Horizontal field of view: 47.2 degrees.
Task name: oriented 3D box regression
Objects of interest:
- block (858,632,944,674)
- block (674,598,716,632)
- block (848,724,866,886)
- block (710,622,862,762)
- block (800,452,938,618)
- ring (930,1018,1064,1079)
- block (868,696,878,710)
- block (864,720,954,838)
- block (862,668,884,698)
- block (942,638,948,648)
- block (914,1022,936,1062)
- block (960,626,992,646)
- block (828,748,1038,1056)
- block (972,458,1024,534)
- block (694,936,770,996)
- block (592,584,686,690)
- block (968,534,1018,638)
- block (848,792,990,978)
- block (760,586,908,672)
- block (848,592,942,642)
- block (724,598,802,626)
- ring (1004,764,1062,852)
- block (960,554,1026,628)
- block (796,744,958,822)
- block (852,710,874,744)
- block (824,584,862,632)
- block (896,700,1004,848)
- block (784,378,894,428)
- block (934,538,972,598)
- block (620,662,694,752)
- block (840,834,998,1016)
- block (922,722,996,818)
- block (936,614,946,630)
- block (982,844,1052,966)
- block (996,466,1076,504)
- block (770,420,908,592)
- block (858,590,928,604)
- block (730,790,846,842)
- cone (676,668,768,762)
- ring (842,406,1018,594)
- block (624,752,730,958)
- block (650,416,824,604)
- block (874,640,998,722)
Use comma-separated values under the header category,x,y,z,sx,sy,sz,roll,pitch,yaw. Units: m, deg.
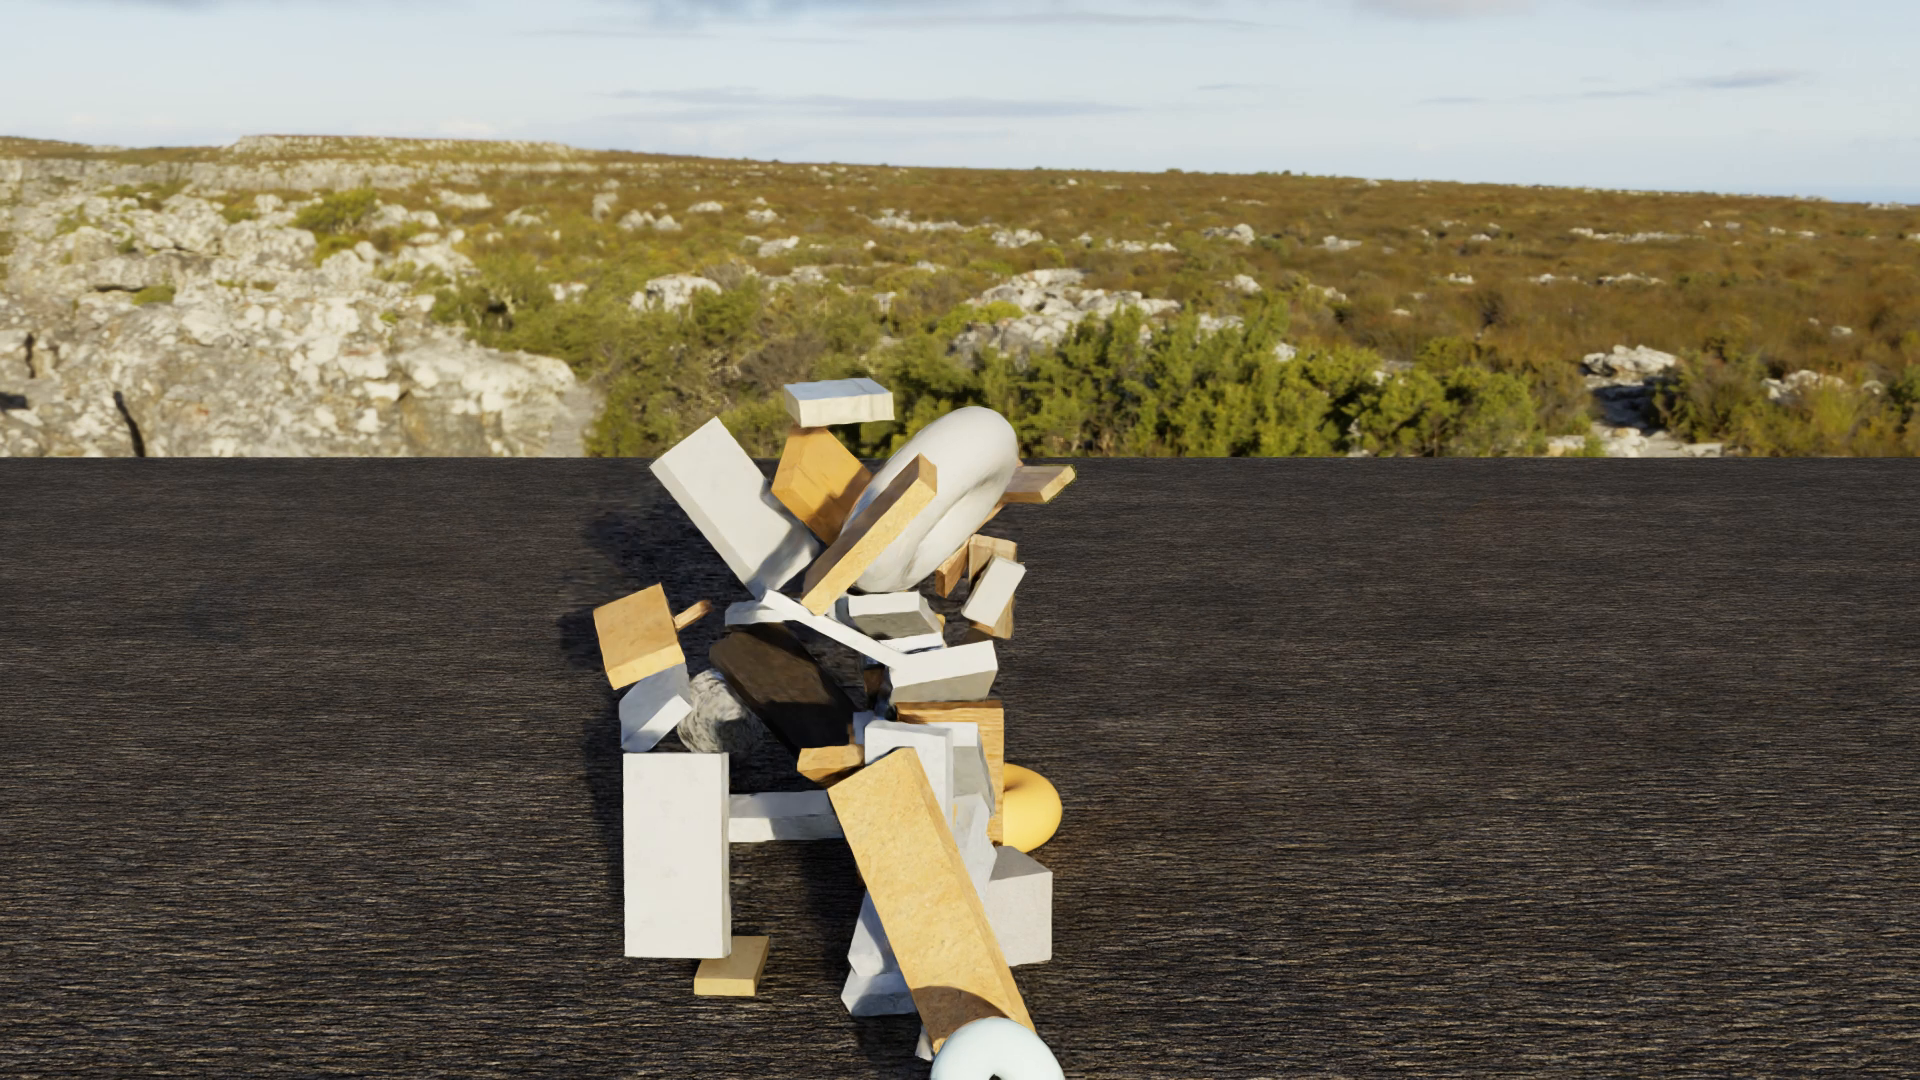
category,x,y,z,sx,sy,sz,roll,pitch,yaw
block,-0.104,0.197,3.798,0.129,0.037,0.258,-8,-6,-6
block,-0.559,0.167,4.328,0.157,0.022,0.079,-31,-2,-2
block,-0.109,0.448,3.787,0.153,0.043,0.307,-4,50,-3
block,-0.318,0.291,4.157,0.147,0.042,0.334,-28,57,-27
block,-0.137,-0.009,3.343,0.037,0.265,0.132,41,14,-13
ring,0.049,0.683,2.664,0.209,0.209,0.070,-11,-12,-46
block,-0.068,0.320,3.993,0.147,0.042,0.294,-10,-15,6
block,-0.070,0.373,3.063,0.118,0.236,0.033,5,17,18
block,-0.099,0.267,3.939,0.129,0.037,0.258,-8,-14,-1
block,-0.038,0.210,4.431,0.014,0.101,0.050,-25,-6,-6
block,-0.027,0.663,2.997,0.047,0.094,0.013,13,2,12
block,0.010,0.241,4.307,0.050,0.142,0.014,19,10,-43
block,-0.039,0.502,2.970,0.132,0.427,0.037,-31,-17,23
block,0.069,-0.089,4.409,0.022,0.158,0.079,32,34,-25
block,-0.343,0.642,3.322,0.089,0.025,0.177,0,11,2
block,-0.569,0.167,3.882,0.132,0.037,0.265,-22,26,-5
block,0.064,0.095,4.384,0.088,0.291,0.025,11,53,8
block,-0.057,0.504,3.235,0.153,0.043,0.305,-12,33,20
block,-0.196,0.138,3.412,0.240,0.024,0.086,27,-2,-7
block,-0.119,0.150,4.125,0.129,0.037,0.258,-5,-16,8
block,-0.359,0.135,4.227,0.172,0.024,0.086,-4,12,6
ring,0.013,0.482,3.946,0.340,0.113,0.340,1,10,0
block,0.065,0.099,4.290,0.069,0.138,0.020,22,22,-21
block,-0.119,0.364,3.217,0.118,0.033,0.236,-8,-32,35
block,-0.083,0.438,3.735,0.171,0.048,0.342,-5,50,-4
block,-0.221,0.116,4.188,0.024,0.086,0.172,24,-8,35
block,-0.017,0.435,3.565,0.171,0.342,0.048,-1,10,-5
block,-0.231,-0.261,4.126,0.168,0.048,0.337,-6,10,-9
block,-0.014,0.051,4.344,0.025,0.088,0.176,34,-14,9
block,-0.594,0.320,4.285,0.147,0.042,0.294,-43,16,2
block,-0.057,0.563,3.230,0.153,0.043,0.305,-10,34,24
block,-0.019,0.347,3.281,0.118,0.033,0.382,-1,-22,5
block,-0.104,0.178,4.344,0.138,0.069,0.020,-1,49,-17
block,0.047,0.568,3.398,0.141,0.141,0.141,-5,12,-25
block,0.136,-0.107,4.236,0.088,0.025,0.176,-40,22,-27
block,-0.211,-0.059,4.246,0.048,0.168,0.376,-11,-41,35
block,-0.136,0.124,4.192,0.138,0.020,0.069,15,-44,-38
block,-0.332,0.504,4.014,0.307,0.043,0.153,-1,11,-7
cone,-0.464,0.354,4.327,0.193,0.193,0.193,-1,1,-7
ring,-0.058,-0.070,4.044,0.140,0.419,0.419,43,24,12
block,-0.427,0.474,3.320,0.153,0.305,0.043,-1,-2,11
block,-0.431,-0.060,4.267,0.168,0.337,0.048,-42,5,-41
block,-0.044,0.252,3.639,0.171,0.048,0.342,-10,-18,-9
